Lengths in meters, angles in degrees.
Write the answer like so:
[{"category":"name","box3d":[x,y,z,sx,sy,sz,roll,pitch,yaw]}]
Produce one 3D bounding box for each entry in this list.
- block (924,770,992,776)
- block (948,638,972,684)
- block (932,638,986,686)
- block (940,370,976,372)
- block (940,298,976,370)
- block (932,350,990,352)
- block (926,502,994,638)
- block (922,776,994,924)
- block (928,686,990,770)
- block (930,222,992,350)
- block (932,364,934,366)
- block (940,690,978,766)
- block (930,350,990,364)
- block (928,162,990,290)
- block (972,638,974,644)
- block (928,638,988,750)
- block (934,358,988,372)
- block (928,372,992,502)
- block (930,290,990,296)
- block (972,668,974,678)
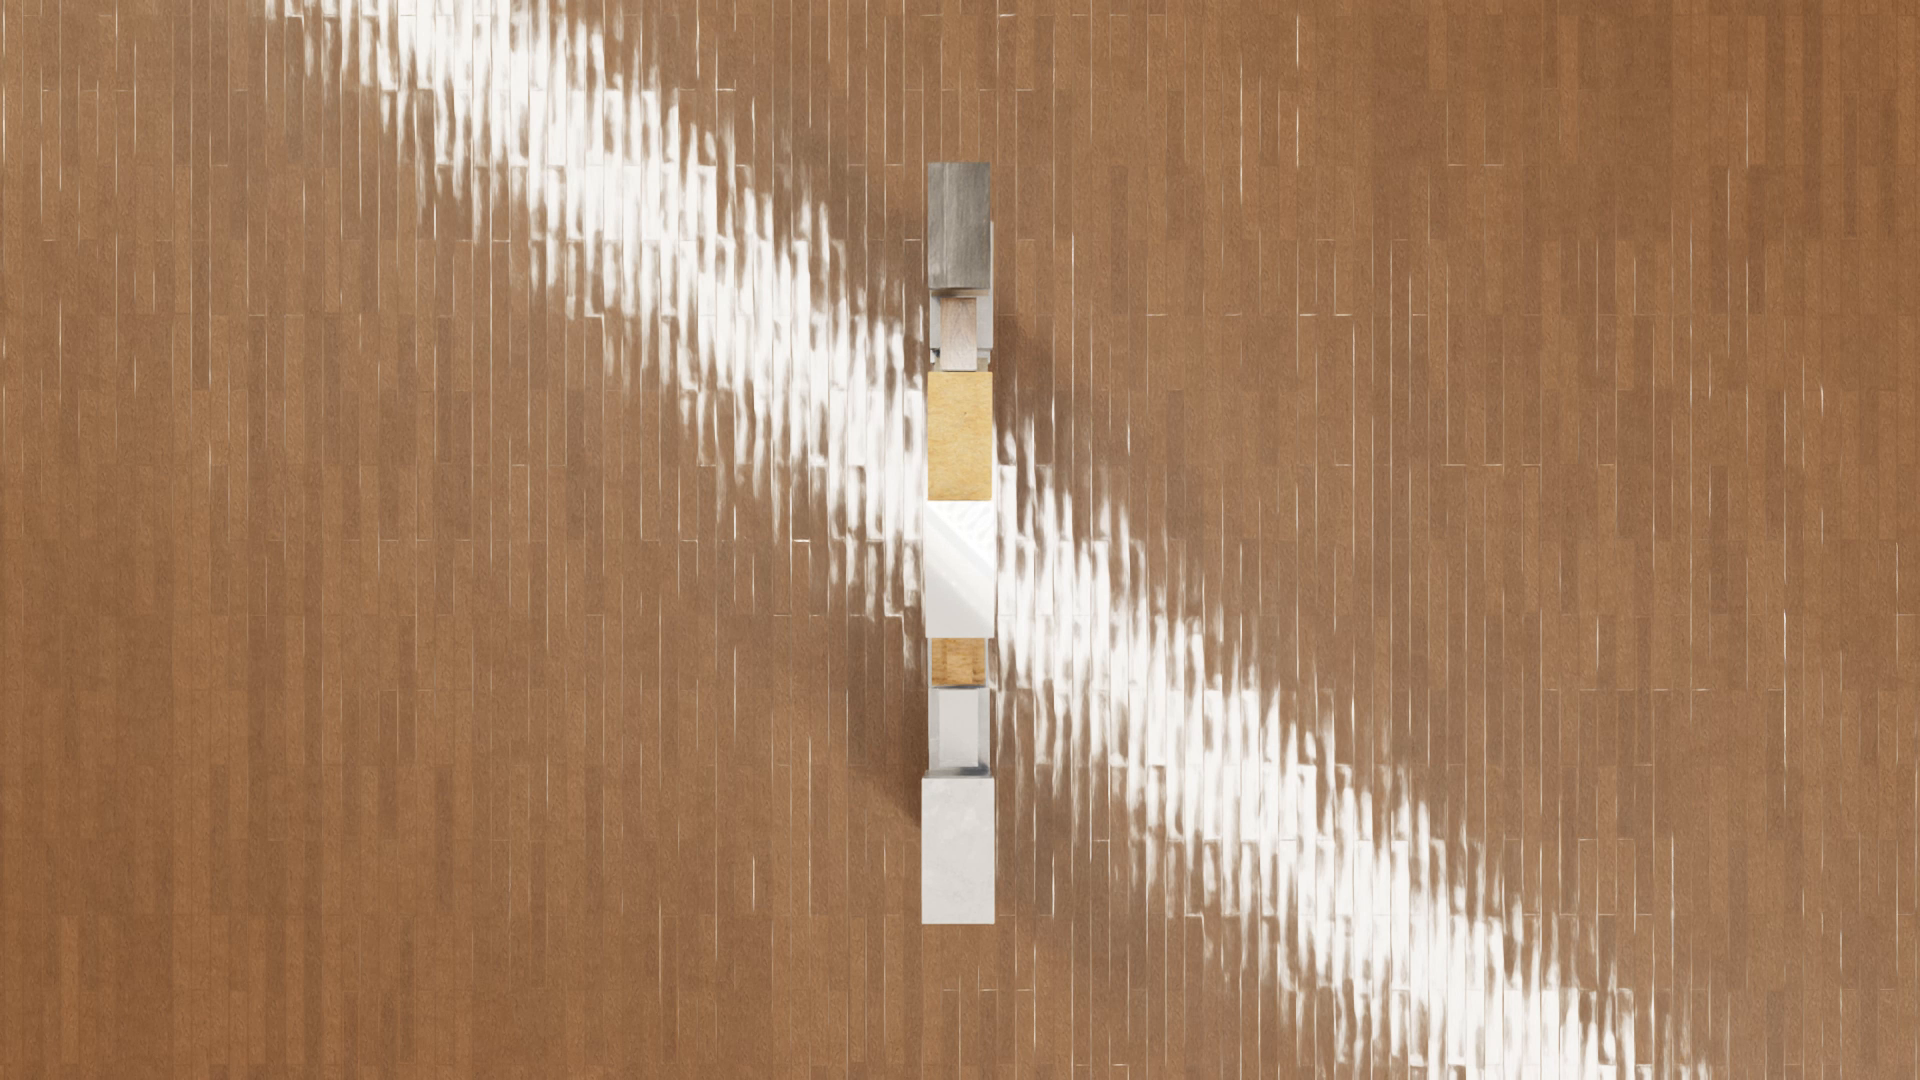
[{"category":"block","box3d":[-0.004,0.633,4.191,0.174,0.348,0.049,0,90,0]},{"category":"block","box3d":[-0.001,0.306,4.265,0.065,0.018,0.130,0,90,1]},{"category":"block","box3d":[-0.004,0.244,4.425,0.144,0.041,0.287,0,90,0]},{"category":"block","box3d":[-0.005,-0.461,4.390,0.092,0.365,0.026,-1,90,0]},{"category":"block","box3d":[-0.004,-0.524,4.195,0.092,0.026,0.184,0,90,0]},{"category":"block","box3d":[0.004,-0.567,4.607,0.168,0.337,0.048,0,90,0]},{"category":"block","box3d":[-0.001,0.072,4.048,0.167,0.047,0.333,0,90,0]},{"category":"block","box3d":[-0.004,0.749,3.993,0.174,0.049,0.348,0,90,0]},{"category":"block","box3d":[-0.002,0.553,4.388,0.161,0.046,0.321,0,90,0]},{"category":"block","box3d":[0.004,-0.680,4.415,0.168,0.048,0.337,0,90,0]},{"category":"block","box3d":[0.001,-0.572,4.996,0.172,0.344,0.049,0,90,0]},{"category":"block","box3d":[-0.003,0.474,4.159,0.096,0.027,0.193,0,90,0]},{"category":"block","box3d":[0.001,-0.686,4.800,0.172,0.049,0.344,0,90,0]},{"category":"block","box3d":[-0.002,-0.773,4.064,0.153,0.043,0.306,0,90,0]},{"category":"block","box3d":[0.002,0.263,4.339,0.065,0.130,0.018,0,90,1]},{"category":"block","box3d":[-0.005,0.426,4.757,0.173,0.049,0.346,-1,90,0]},{"category":"block","box3d":[0.003,-0.360,4.594,0.147,0.042,0.293,0,90,0]},{"category":"block","box3d":[0.000,-0.262,4.194,0.163,0.046,0.326,0,90,0]},{"category":"block","box3d":[-0.001,-0.670,4.238,0.153,0.306,0.043,0,90,0]},{"category":"block","box3d":[0.003,0.350,4.339,0.065,0.130,0.018,-1,90,1]}]
